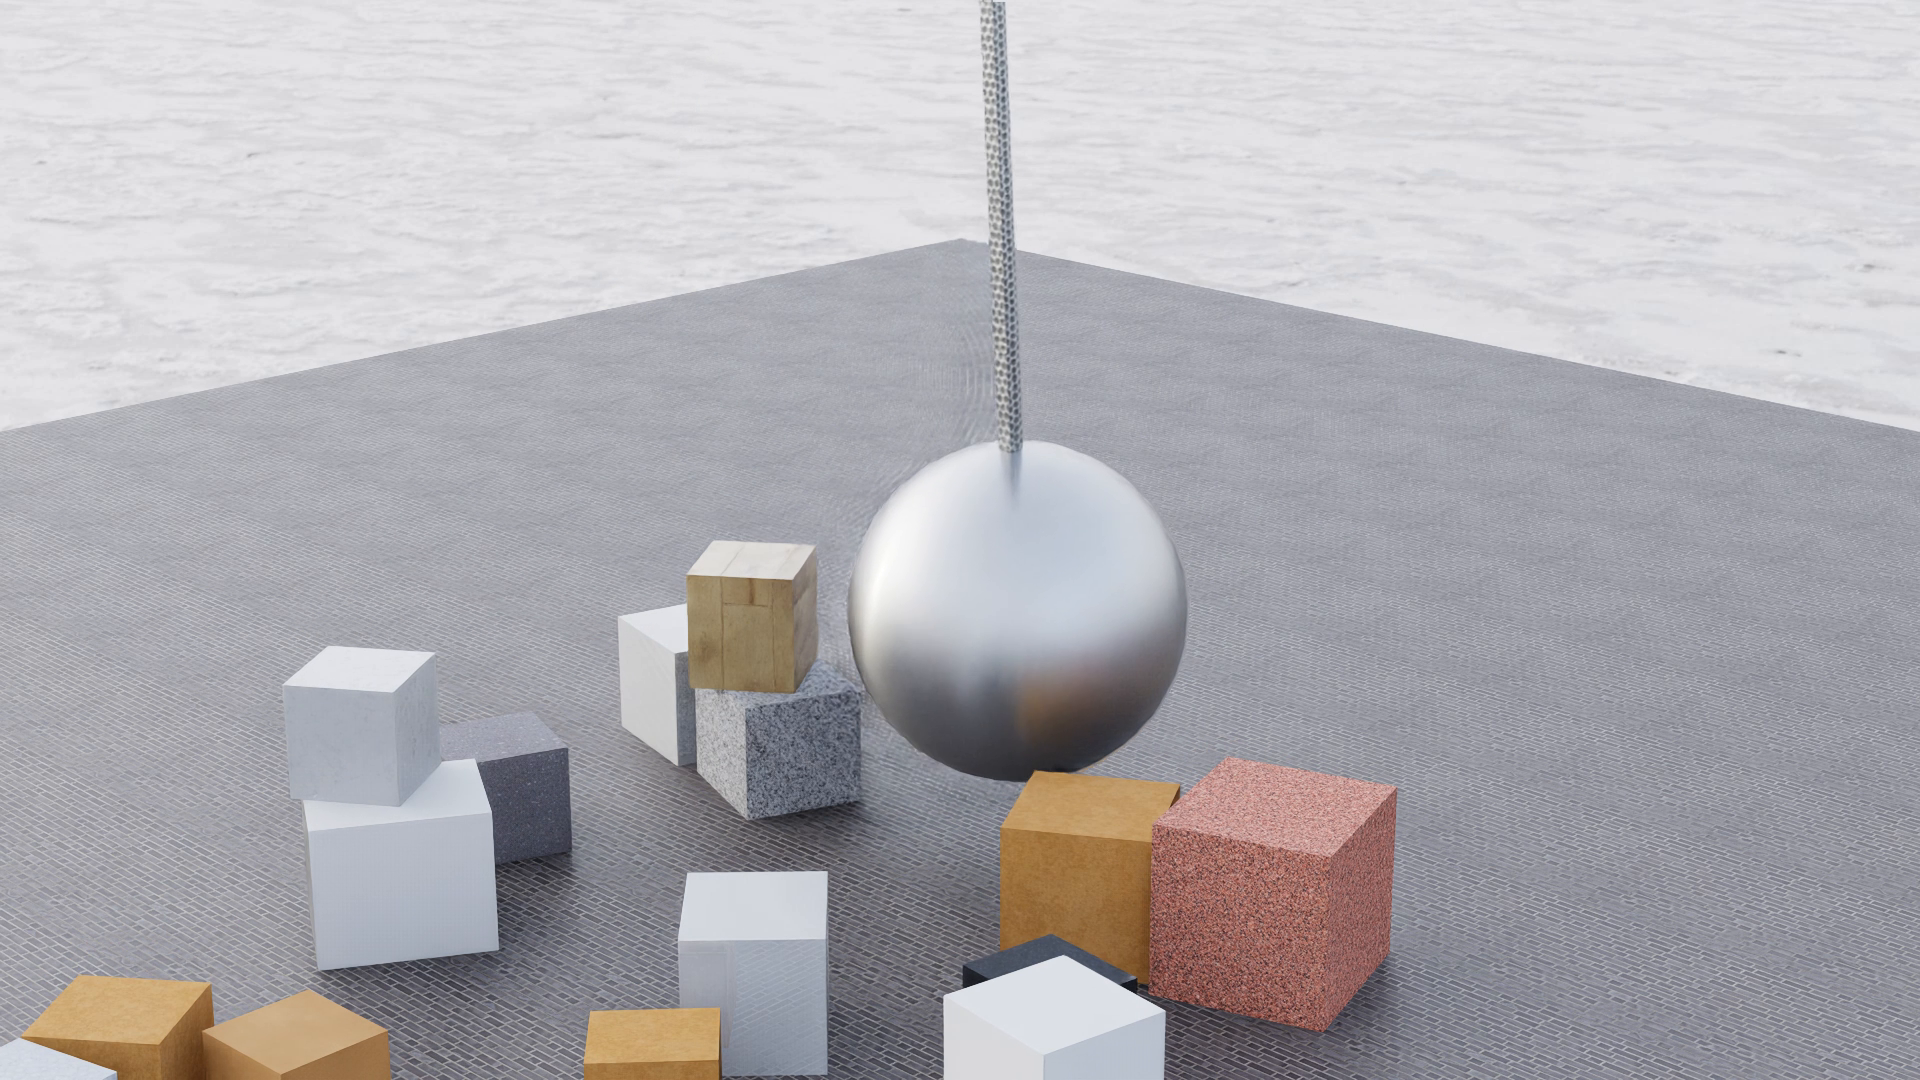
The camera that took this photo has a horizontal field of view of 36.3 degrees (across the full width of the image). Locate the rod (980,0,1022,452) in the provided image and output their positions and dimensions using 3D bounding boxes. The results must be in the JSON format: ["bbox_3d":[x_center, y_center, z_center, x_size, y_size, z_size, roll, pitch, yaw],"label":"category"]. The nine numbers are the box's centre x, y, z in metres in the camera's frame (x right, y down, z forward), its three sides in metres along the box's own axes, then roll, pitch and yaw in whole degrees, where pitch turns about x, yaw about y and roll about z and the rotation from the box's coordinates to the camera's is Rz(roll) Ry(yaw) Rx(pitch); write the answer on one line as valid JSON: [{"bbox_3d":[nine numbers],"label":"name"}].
[{"bbox_3d":[0.116,-2.862,12.564,0.080,5.200,0.080,17,28,42],"label":"rod"}]

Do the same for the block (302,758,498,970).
[{"bbox_3d":[-2.451,1.406,12.795,0.768,0.644,0.642,-5,18,-15],"label":"block"}]

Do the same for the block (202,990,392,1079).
[{"bbox_3d":[-2.461,2.061,10.929,0.500,0.514,0.471,16,23,40],"label":"block"}]

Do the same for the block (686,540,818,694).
[{"bbox_3d":[-1.006,0.370,14.283,0.518,0.577,0.550,3,18,9],"label":"block"}]

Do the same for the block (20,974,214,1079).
[{"bbox_3d":[-3.144,2.012,11.026,0.527,0.549,0.512,2,18,7],"label":"block"}]

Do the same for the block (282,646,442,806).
[{"bbox_3d":[-2.596,0.806,12.761,0.496,0.523,0.508,3,18,10],"label":"block"}]

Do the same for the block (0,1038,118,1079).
[{"bbox_3d":[-3.374,2.195,10.444,0.503,0.550,0.571,10,20,30],"label":"block"}]

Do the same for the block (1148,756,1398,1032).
[{"bbox_3d":[1.323,1.475,12.361,0.773,0.773,0.835,9,19,25],"label":"block"}]

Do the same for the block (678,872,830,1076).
[{"bbox_3d":[-0.821,1.742,11.821,0.575,0.588,0.649,-1,17,-2],"label":"block"}]

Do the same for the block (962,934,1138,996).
[{"bbox_3d":[0.353,1.898,11.599,0.461,0.423,0.519,-14,22,-37],"label":"block"}]

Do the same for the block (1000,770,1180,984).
[{"bbox_3d":[0.566,1.446,12.663,0.651,0.648,0.661,4,18,13],"label":"block"}]

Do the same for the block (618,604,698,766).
[{"bbox_3d":[-1.311,0.714,15.068,0.652,0.602,0.660,-10,20,-30],"label":"block"}]

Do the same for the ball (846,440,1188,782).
[{"bbox_3d":[0.268,0.329,13.726,1.600,1.600,1.600,0,17,0],"label":"ball"}]

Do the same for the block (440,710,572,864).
[{"bbox_3d":[-2.181,1.171,13.754,0.556,0.518,0.531,-9,19,-25],"label":"block"}]

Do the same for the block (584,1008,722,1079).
[{"bbox_3d":[-1.153,2.061,11.087,0.496,0.419,0.429,-1,17,-3],"label":"block"}]

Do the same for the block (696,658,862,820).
[{"bbox_3d":[-0.897,0.940,14.393,0.594,0.576,0.685,-8,19,-24],"label":"block"}]

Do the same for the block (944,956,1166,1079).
[{"bbox_3d":[0.346,2.010,10.877,0.572,0.643,0.590,-13,21,-35],"label":"block"}]
